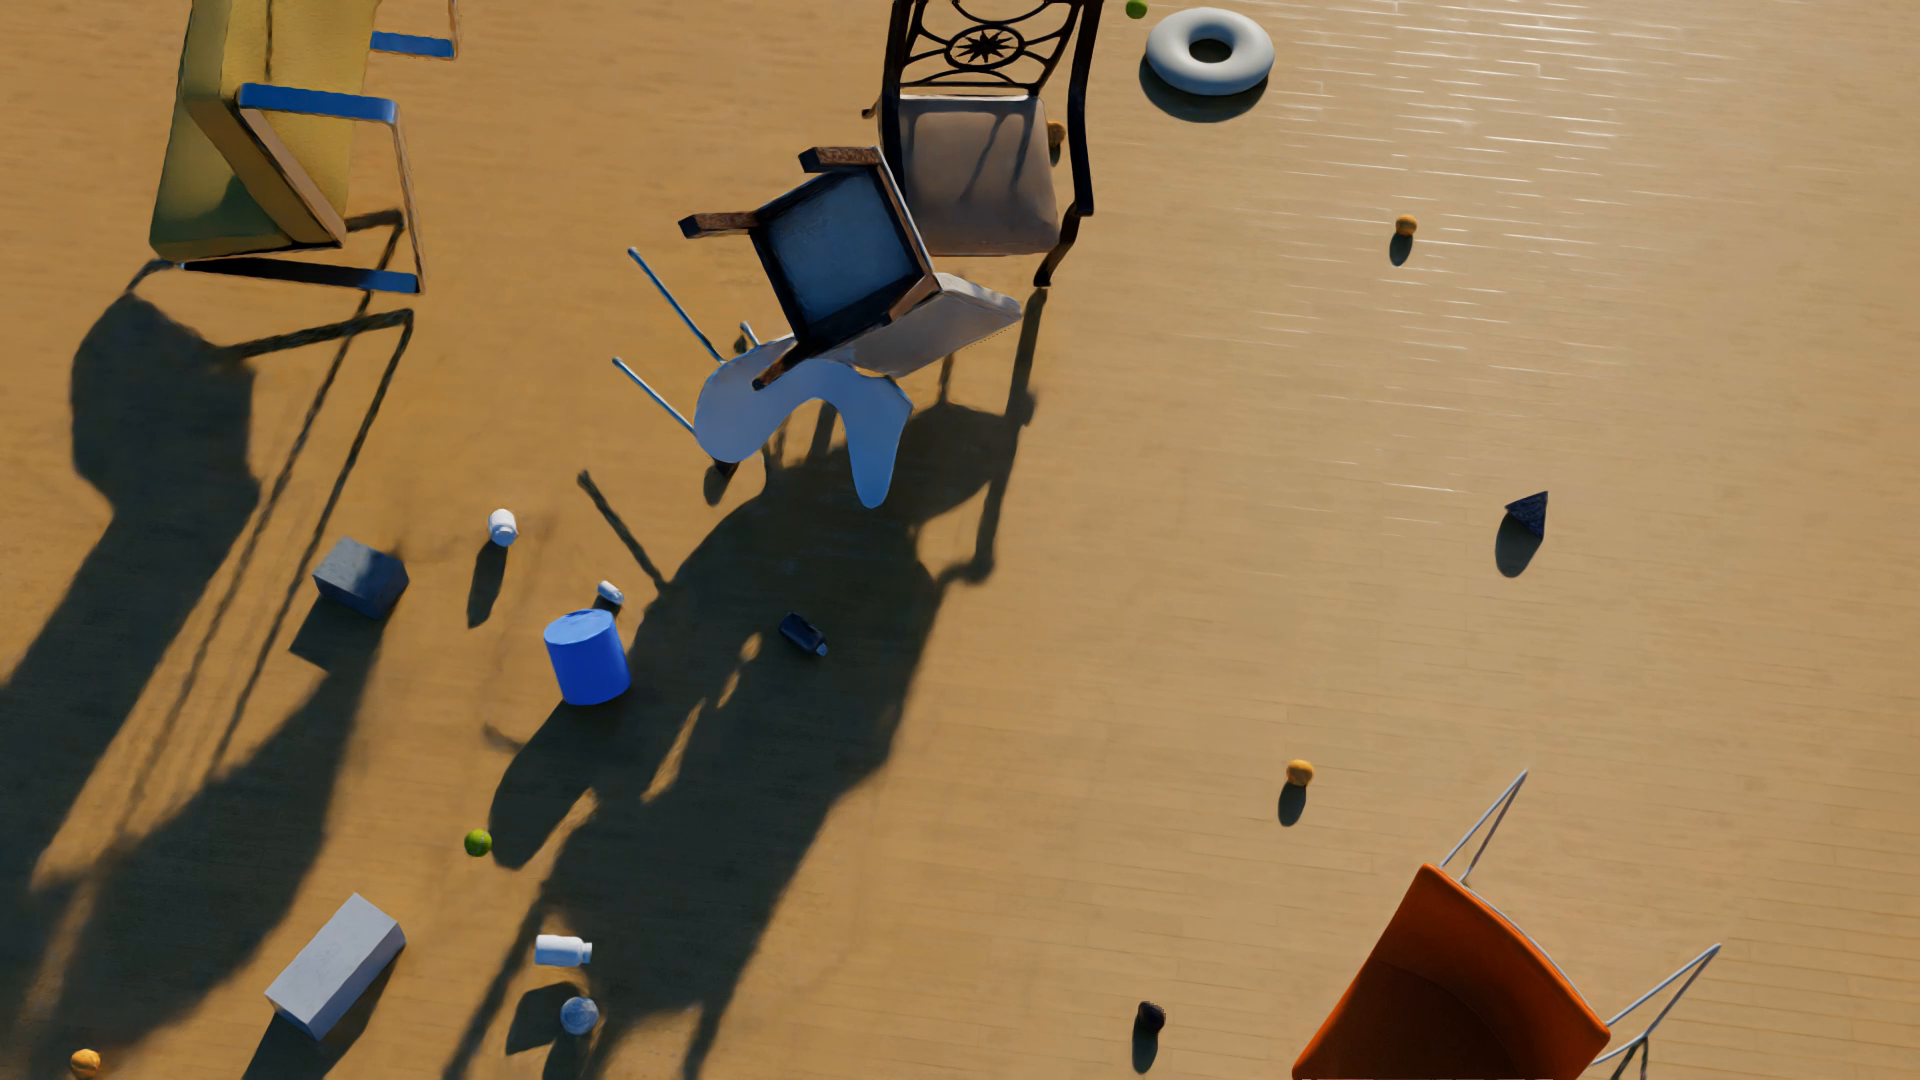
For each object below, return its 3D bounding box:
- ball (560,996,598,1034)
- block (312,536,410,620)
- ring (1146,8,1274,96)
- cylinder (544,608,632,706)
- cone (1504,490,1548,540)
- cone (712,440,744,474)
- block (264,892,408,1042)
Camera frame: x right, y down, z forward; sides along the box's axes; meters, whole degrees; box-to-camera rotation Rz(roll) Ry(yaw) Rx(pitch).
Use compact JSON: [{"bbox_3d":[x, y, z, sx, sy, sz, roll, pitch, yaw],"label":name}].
[{"bbox_3d":[-0.985,1.230,5.689,0.099,0.099,0.099,0,56,0],"label":"ball"},{"bbox_3d":[-1.754,0.110,6.439,0.211,0.100,0.155,23,59,15],"label":"block"},{"bbox_3d":[0.872,-1.705,7.675,0.451,0.073,0.417,8,57,6],"label":"ring"},{"bbox_3d":[-1.046,0.329,6.186,0.204,0.201,0.196,8,32,37],"label":"cylinder"},{"bbox_3d":[1.721,-0.060,6.581,0.144,0.120,0.136,-17,82,-16],"label":"cone"},{"bbox_3d":[-0.695,-0.257,6.723,0.086,0.085,0.109,-10,72,-40],"label":"cone"},{"bbox_3d":[-1.629,1.116,5.749,0.152,0.126,0.340,29,61,18],"label":"block"}]
